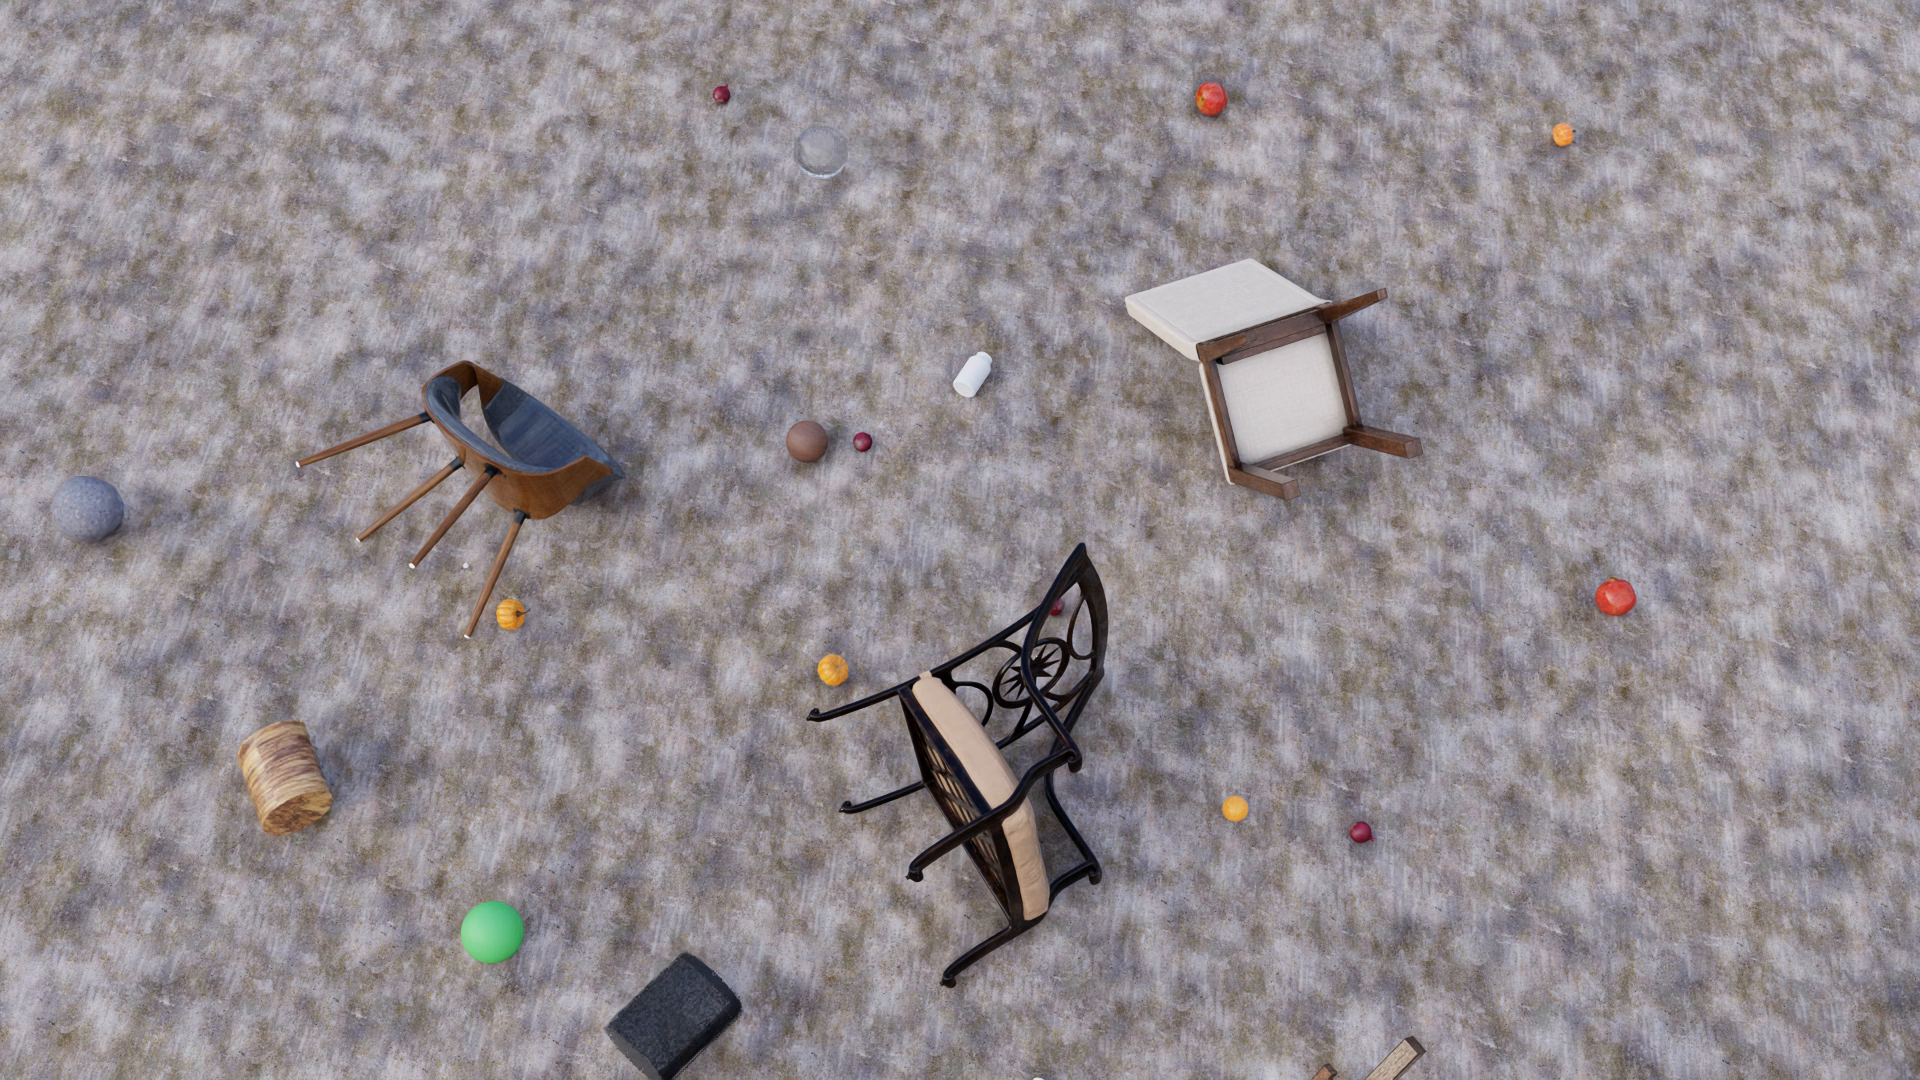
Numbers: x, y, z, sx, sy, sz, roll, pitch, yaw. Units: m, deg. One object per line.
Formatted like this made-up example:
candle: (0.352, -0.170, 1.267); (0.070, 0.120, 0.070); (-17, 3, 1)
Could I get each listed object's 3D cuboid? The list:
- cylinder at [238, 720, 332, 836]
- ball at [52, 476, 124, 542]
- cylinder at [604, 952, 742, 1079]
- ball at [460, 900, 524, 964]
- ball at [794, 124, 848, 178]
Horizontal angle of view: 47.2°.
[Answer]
cylinder: (-1.853, 0.651, 6.033); (0.207, 0.164, 0.245); (-36, 60, 8)
ball: (-2.583, -0.090, 6.516); (0.196, 0.196, 0.196); (0, 56, 0)
cylinder: (-0.735, 1.226, 5.638); (0.235, 0.182, 0.274); (27, 58, 39)
ball: (-1.230, 1.031, 5.784); (0.163, 0.163, 0.163); (0, 56, 0)
ball: (-0.461, -1.296, 7.336); (0.178, 0.178, 0.178); (0, 56, 0)
